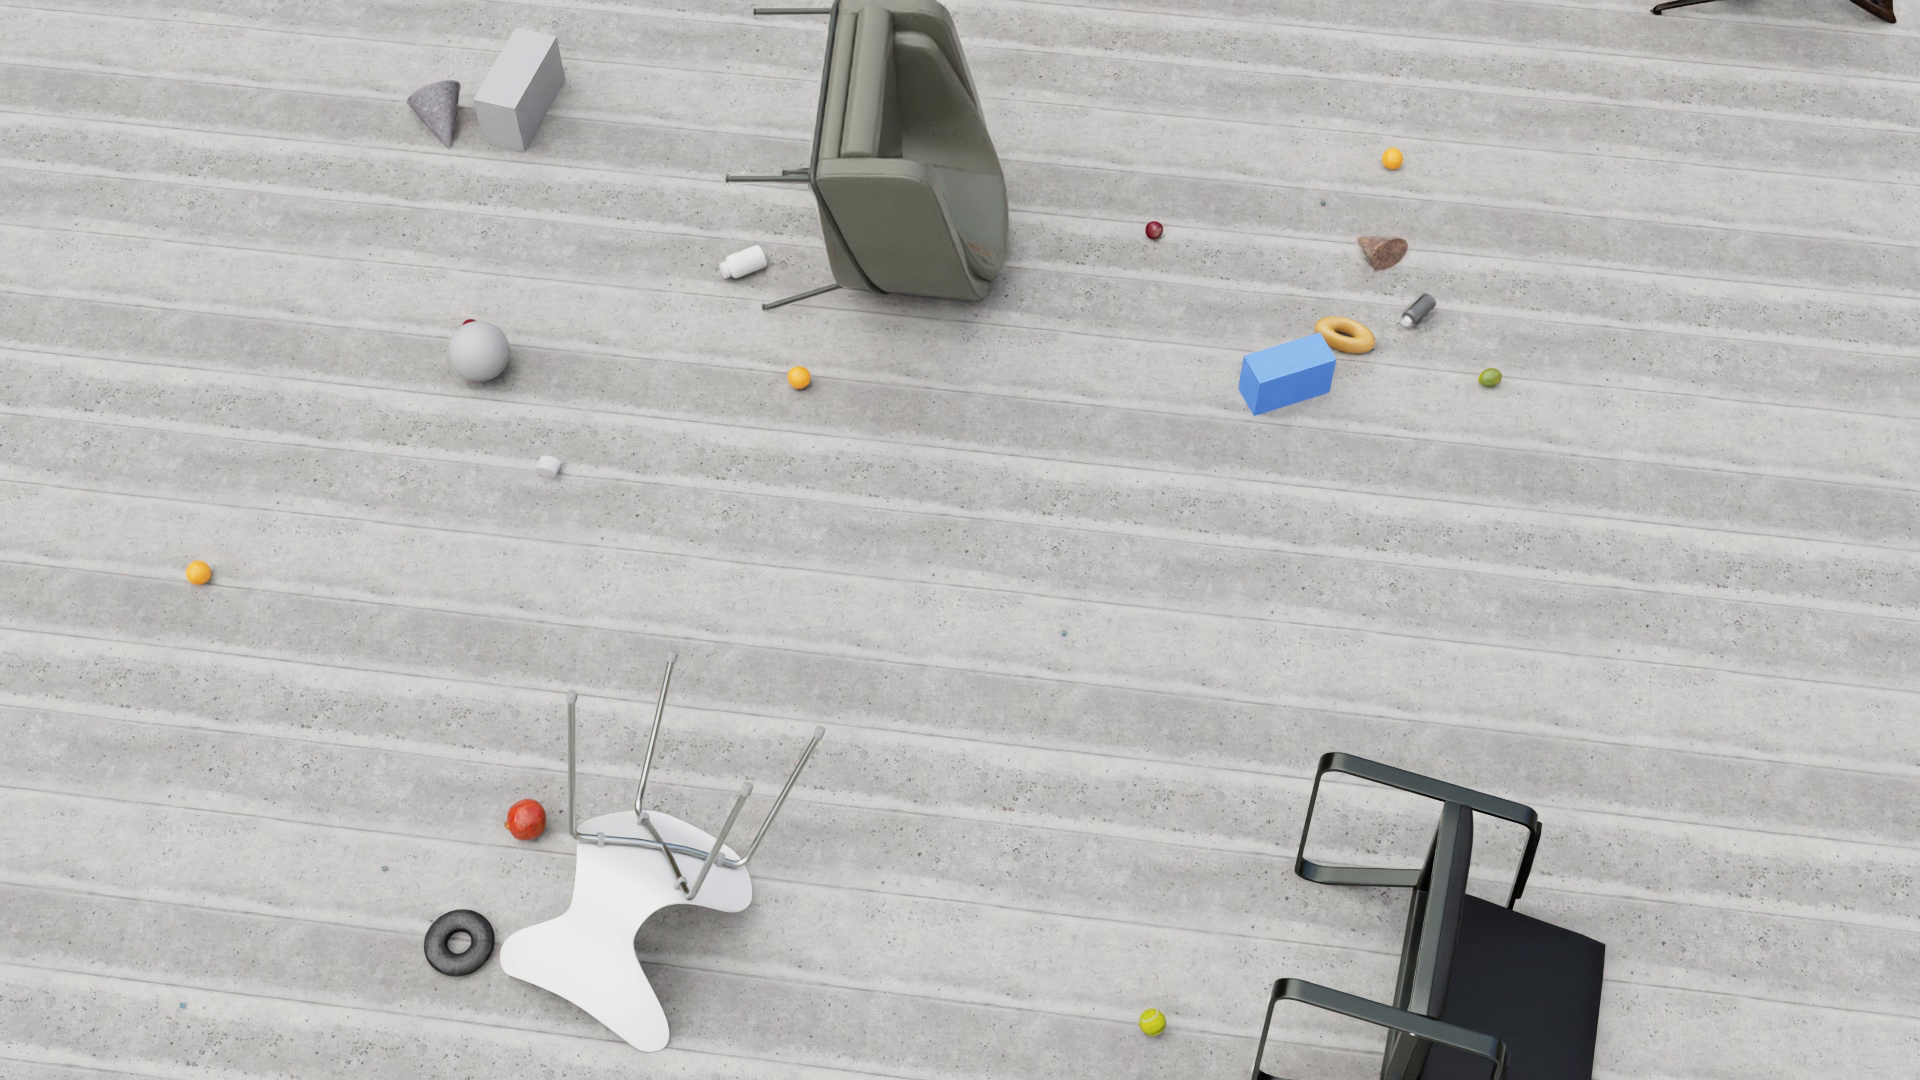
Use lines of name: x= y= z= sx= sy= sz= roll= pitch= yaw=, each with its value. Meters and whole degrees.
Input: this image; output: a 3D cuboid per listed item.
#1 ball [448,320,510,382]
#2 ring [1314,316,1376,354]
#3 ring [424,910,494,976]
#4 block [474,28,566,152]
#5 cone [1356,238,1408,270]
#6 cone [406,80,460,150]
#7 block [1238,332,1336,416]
ball: x=-1.498 y=-0.588 z=6.855 sx=0.189 sy=0.189 sz=0.189 roll=0 pitch=56 yaw=0
ring: x=1.220 y=-0.650 z=6.973 sx=0.200 sy=0.064 sz=0.111 roll=20 pitch=60 yaw=12
ring: x=-1.328 y=1.068 z=5.832 sx=0.187 sy=0.043 sz=0.190 roll=-29 pitch=61 yaw=-17
block: x=-1.496 y=-1.533 z=7.481 sx=0.150 sy=0.202 sz=0.357 roll=14 pitch=57 yaw=9
cone: x=1.347 y=-0.961 z=7.188 sx=0.167 sy=0.104 sz=0.156 roll=-22 pitch=39 yaw=-28
cone: x=-1.763 y=-1.421 z=7.479 sx=0.207 sy=0.155 sz=0.209 roll=-22 pitch=80 yaw=26
block: x=1.014 y=-0.514 z=6.819 sx=0.260 sy=0.165 sz=0.115 roll=-18 pitch=58 yaw=-11
